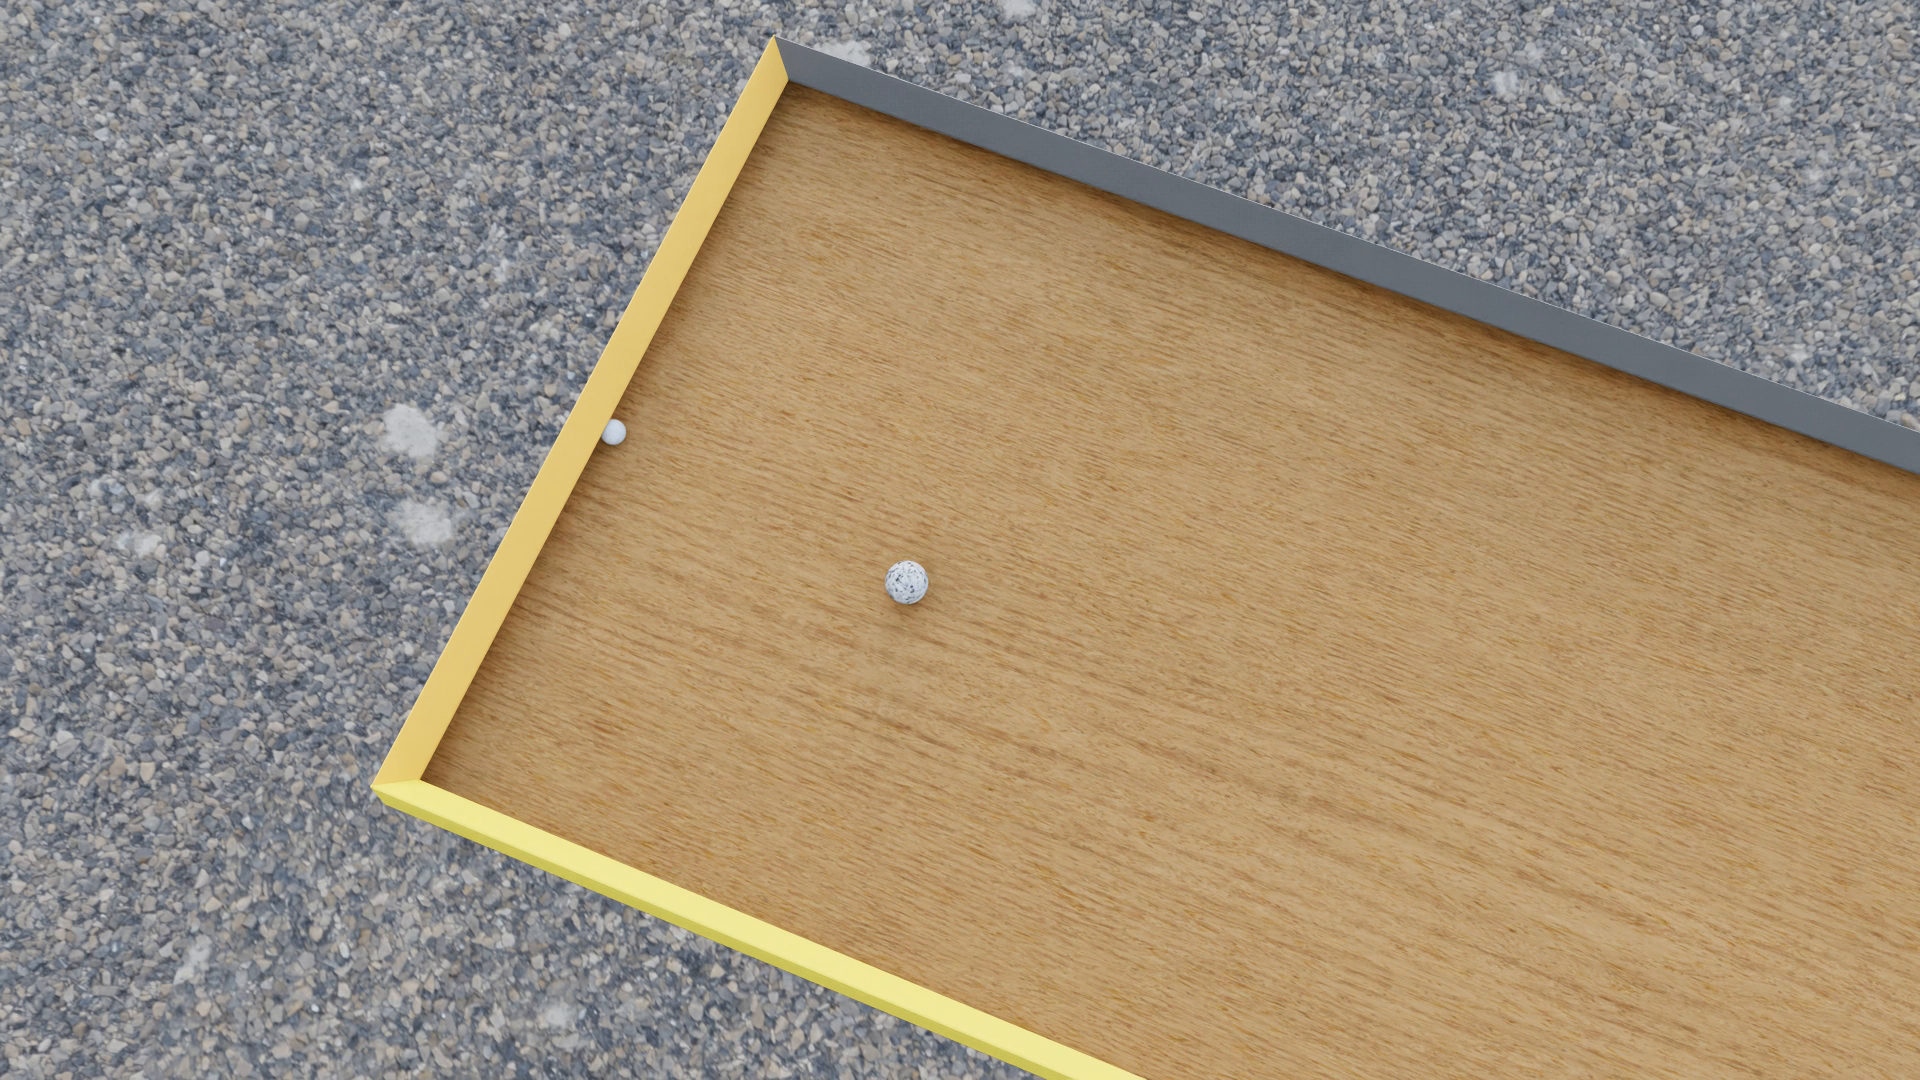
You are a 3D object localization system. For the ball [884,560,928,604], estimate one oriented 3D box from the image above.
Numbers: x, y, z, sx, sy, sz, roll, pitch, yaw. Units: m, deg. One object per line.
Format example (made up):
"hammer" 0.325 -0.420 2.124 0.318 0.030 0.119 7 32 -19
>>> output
"ball" -0.085 0.067 3.486 0.069 0.069 0.069 0 67 0

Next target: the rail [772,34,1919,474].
"rail" 0.874 -0.383 3.663 2.613 0.094 0.045 21 69 9

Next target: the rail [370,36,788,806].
"rail" -0.582 -0.228 3.597 0.045 0.094 1.467 21 69 9

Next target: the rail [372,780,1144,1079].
"rail" 0.334 0.825 3.149 2.613 0.094 0.045 21 69 9

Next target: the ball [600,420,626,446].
"ball" -0.569 -0.177 3.604 0.043 0.043 0.043 0 67 0
